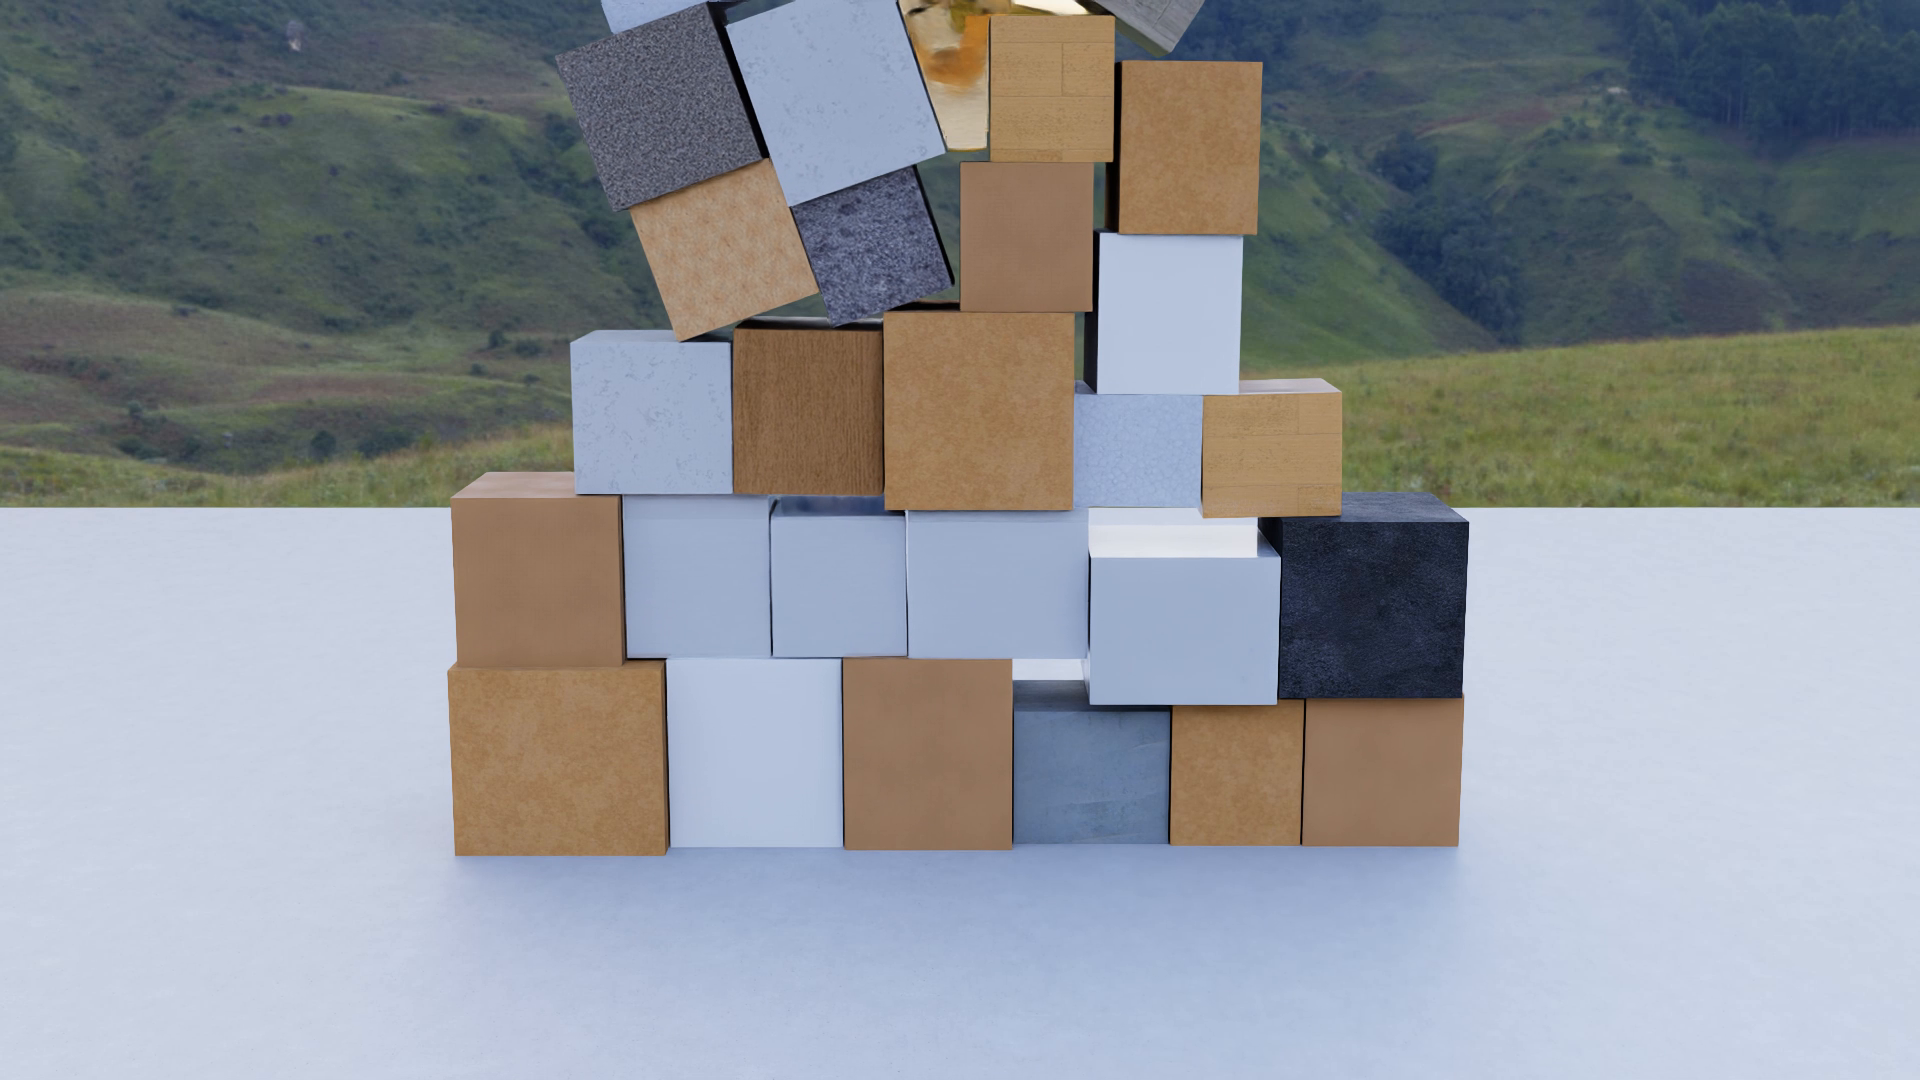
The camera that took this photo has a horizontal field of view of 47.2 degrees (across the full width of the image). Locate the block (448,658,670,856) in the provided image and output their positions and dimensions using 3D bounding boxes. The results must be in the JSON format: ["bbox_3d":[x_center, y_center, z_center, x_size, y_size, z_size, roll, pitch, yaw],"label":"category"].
[{"bbox_3d":[-1.988,1.012,11.357,1.045,0.945,1.036,0,10,0],"label":"block"}]

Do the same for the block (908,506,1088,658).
[{"bbox_3d":[0.189,0.144,11.194,0.884,0.755,0.802,0,10,0],"label":"block"}]

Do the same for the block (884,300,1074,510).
[{"bbox_3d":[0.093,-0.696,11.041,0.913,0.955,0.899,0,10,0],"label":"block"}]

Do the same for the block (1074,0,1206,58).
[{"bbox_3d":[0.918,-2.835,10.668,0.654,0.708,0.691,33,8,-6],"label":"block"}]

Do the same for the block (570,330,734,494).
[{"bbox_3d":[-1.495,-0.656,11.055,0.772,0.737,0.754,0,10,0],"label":"block"}]

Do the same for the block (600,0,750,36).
[{"bbox_3d":[-1.352,-2.878,10.641,0.783,0.651,0.709,-18,9,8],"label":"block"}]

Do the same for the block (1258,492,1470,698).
[{"bbox_3d":[2.026,0.263,11.232,0.904,0.883,0.934,0,10,0],"label":"block"}]

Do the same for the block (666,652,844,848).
[{"bbox_3d":[-1.022,0.997,11.381,0.868,0.965,0.819,0,10,0],"label":"block"}]

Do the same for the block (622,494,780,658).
[{"bbox_3d":[-1.300,0.113,11.215,0.717,0.835,0.702,0,10,0],"label":"block"}]

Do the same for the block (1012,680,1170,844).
[{"bbox_3d":[0.660,1.138,11.379,0.781,0.689,0.661,0,10,0],"label":"block"}]

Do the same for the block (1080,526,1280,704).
[{"bbox_3d":[1.102,0.367,11.228,0.923,0.739,0.909,0,10,0],"label":"block"}]

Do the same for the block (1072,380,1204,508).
[{"bbox_3d":[0.866,-0.492,11.064,0.627,0.549,0.673,1,10,0],"label":"block"}]

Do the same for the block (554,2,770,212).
[{"bbox_3d":[-1.422,-2.115,10.799,0.762,0.773,0.784,-19,9,4],"label":"block"}]

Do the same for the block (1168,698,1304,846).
[{"bbox_3d":[1.387,1.100,11.390,0.653,0.760,0.752,0,10,0],"label":"block"}]

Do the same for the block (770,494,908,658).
[{"bbox_3d":[-0.596,0.167,11.206,0.666,0.706,0.726,0,10,0],"label":"block"}]

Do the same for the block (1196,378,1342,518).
[{"bbox_3d":[1.532,-0.471,11.108,0.683,0.609,0.647,-2,10,0],"label":"block"}]

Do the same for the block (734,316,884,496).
[{"bbox_3d":[-0.734,-0.687,11.057,0.727,0.802,0.799,1,10,0],"label":"block"}]

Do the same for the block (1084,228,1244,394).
[{"bbox_3d":[1.000,-1.147,10.958,0.693,0.778,0.627,0,10,-3],"label":"block"}]

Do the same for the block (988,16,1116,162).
[{"bbox_3d":[0.437,-2.203,10.783,0.588,0.684,0.670,0,10,0],"label":"block"}]

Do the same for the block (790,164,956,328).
[{"bbox_3d":[-0.419,-1.465,10.884,0.615,0.616,0.599,-18,10,4],"label":"block"}]

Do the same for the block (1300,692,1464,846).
[{"bbox_3d":[2.117,1.087,11.376,0.787,0.790,0.754,0,10,0],"label":"block"}]

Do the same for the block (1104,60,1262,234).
[{"bbox_3d":[1.085,-1.932,10.840,0.664,0.811,0.739,0,10,-2],"label":"block"}]

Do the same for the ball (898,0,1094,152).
[{"bbox_3d":[0.000,-3.056,12.733,1.600,1.600,1.600,0,10,0],"label":"ball"}]

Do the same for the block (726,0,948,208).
[{"bbox_3d":[-0.582,-2.202,10.796,0.796,0.892,0.805,-18,10,4],"label":"block"}]

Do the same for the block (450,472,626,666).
[{"bbox_3d":[-2.072,0.134,11.188,0.811,0.845,0.855,0,10,0],"label":"block"}]

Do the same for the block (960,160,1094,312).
[{"bbox_3d":[0.318,-1.514,10.888,0.636,0.709,0.718,0,10,0],"label":"block"}]

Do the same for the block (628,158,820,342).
[{"bbox_3d":[-1.129,-1.455,10.913,0.729,0.683,0.701,-19,10,4],"label":"block"}]

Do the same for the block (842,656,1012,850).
[{"bbox_3d":[-0.159,0.993,11.368,0.837,0.978,0.897,0,10,0],"label":"block"}]
